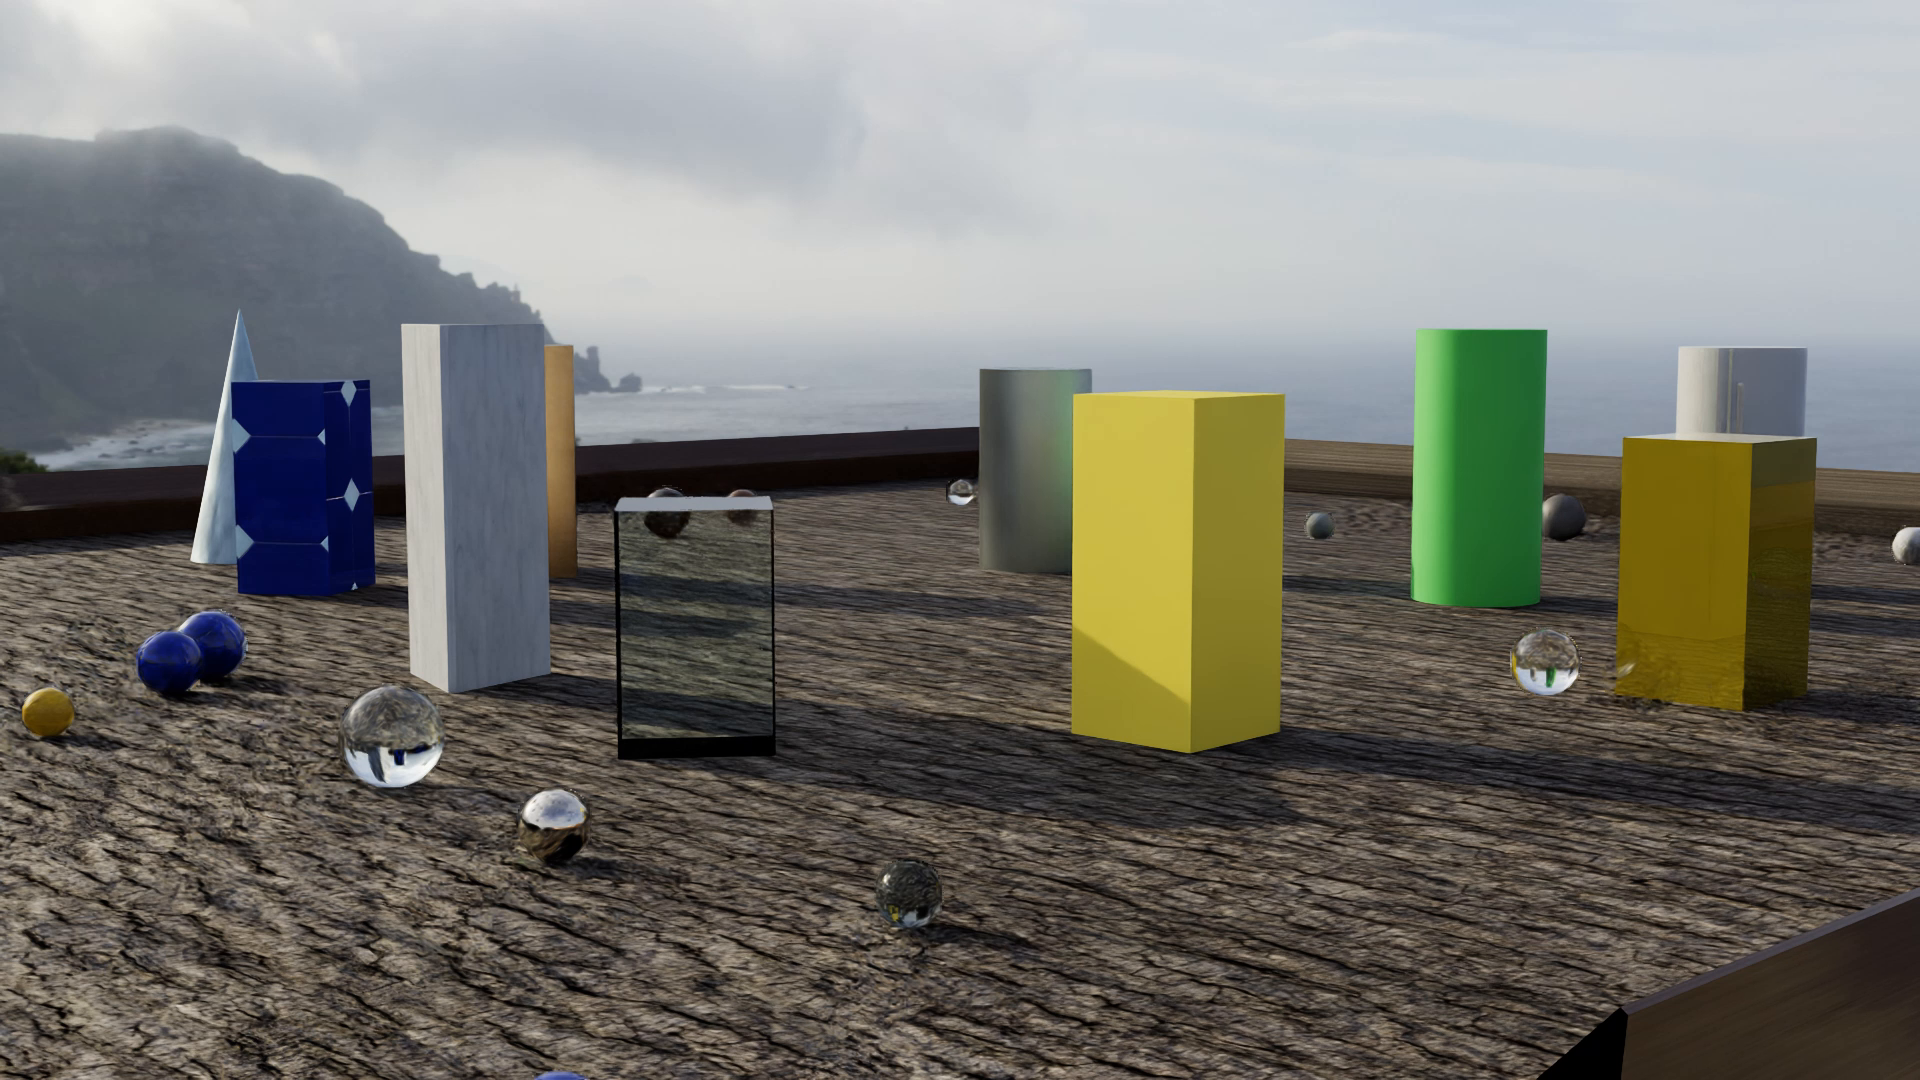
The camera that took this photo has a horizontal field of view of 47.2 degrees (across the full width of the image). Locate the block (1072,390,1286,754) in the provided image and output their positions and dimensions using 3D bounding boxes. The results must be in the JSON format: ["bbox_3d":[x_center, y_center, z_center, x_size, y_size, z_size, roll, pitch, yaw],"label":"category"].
[{"bbox_3d":[0.228,0.026,2.305,0.156,0.357,0.156,6,8,43],"label":"block"}]

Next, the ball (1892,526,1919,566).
[{"bbox_3d":[1.664,0.011,3.838,0.068,0.068,0.068,0,6,0],"label":"ball"}]

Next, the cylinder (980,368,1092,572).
[{"bbox_3d":[0.131,-0.126,3.818,0.195,0.343,0.195,0,6,0],"label":"cylinder"}]

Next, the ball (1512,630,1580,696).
[{"bbox_3d":[0.677,0.142,2.544,0.077,0.077,0.077,0,6,0],"label":"ball"}]

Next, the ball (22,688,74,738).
[{"bbox_3d":[-0.953,0.180,2.299,0.051,0.051,0.051,0,6,0],"label":"ball"}]

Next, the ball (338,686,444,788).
[{"bbox_3d":[-0.530,0.184,2.051,0.096,0.096,0.096,0,6,0],"label":"ball"}]

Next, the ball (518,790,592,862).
[{"bbox_3d":[-0.328,0.231,1.780,0.058,0.058,0.058,0,6,0],"label":"ball"}]

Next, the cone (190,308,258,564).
[{"bbox_3d":[-1.282,-0.192,3.935,0.195,0.451,0.195,0,6,0],"label":"cone"}]

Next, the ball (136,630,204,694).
[{"bbox_3d":[-0.917,0.142,2.551,0.075,0.075,0.075,0,6,0],"label":"ball"}]

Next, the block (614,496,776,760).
[{"bbox_3d":[-0.271,0.086,2.258,0.156,0.248,0.156,-1,6,-6],"label":"block"}]

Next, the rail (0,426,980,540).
[{"bbox_3d":[-1.289,-0.112,4.721,4.035,0.127,0.045,-5,8,-42],"label":"rail"}]

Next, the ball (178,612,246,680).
[{"bbox_3d":[-0.906,0.127,2.656,0.083,0.083,0.083,0,6,0],"label":"ball"}]

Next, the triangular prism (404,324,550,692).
[{"bbox_3d":[-0.611,-0.046,2.650,0.147,0.427,0.169,4,7,31],"label":"triangular prism"}]

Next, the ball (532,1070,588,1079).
[{"bbox_3d":[-0.207,0.301,1.134,0.053,0.053,0.053,0,6,0],"label":"ball"}]

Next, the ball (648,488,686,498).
[{"bbox_3d":[-0.582,-0.057,4.367,0.093,0.093,0.093,0,6,0],"label":"ball"}]

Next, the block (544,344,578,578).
[{"bbox_3d":[-0.729,-0.136,3.713,0.156,0.385,0.156,-1,6,-9],"label":"block"}]

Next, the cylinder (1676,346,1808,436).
[{"bbox_3d":[1.249,-0.116,3.529,0.195,0.385,0.195,0,6,0],"label":"cylinder"}]

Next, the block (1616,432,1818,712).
[{"bbox_3d":[0.873,0.031,2.540,0.156,0.299,0.156,-6,8,-44],"label":"block"}]

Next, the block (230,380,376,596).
[{"bbox_3d":[-1.045,-0.087,3.507,0.156,0.332,0.156,1,6,11],"label":"block"}]

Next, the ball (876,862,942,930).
[{"bbox_3d":[-0.037,0.256,1.586,0.049,0.049,0.049,0,6,0],"label":"ball"}]

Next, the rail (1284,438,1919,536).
[{"bbox_3d":[1.465,-0.108,4.677,0.045,0.127,3.849,-5,8,-42],"label":"rail"}]

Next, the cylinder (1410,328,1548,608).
[{"bbox_3d":[0.796,-0.115,3.378,0.195,0.414,0.195,0,6,0],"label":"cylinder"}]

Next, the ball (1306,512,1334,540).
[{"bbox_3d":[0.698,-0.027,4.265,0.053,0.053,0.053,0,6,0],"label":"ball"}]

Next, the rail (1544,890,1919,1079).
[{"bbox_3d":[1.289,0.179,1.943,4.035,0.127,0.045,-5,8,-42],"label":"rail"}]

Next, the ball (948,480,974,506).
[{"bbox_3d":[0.002,-0.108,5.015,0.058,0.058,0.058,0,6,0],"label":"ball"}]

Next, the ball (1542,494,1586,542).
[{"bbox_3d":[1.161,-0.043,4.245,0.091,0.091,0.091,0,6,0],"label":"ball"}]

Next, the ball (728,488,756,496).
[{"bbox_3d":[-0.454,-0.070,4.583,0.073,0.073,0.073,0,6,0],"label":"ball"}]
